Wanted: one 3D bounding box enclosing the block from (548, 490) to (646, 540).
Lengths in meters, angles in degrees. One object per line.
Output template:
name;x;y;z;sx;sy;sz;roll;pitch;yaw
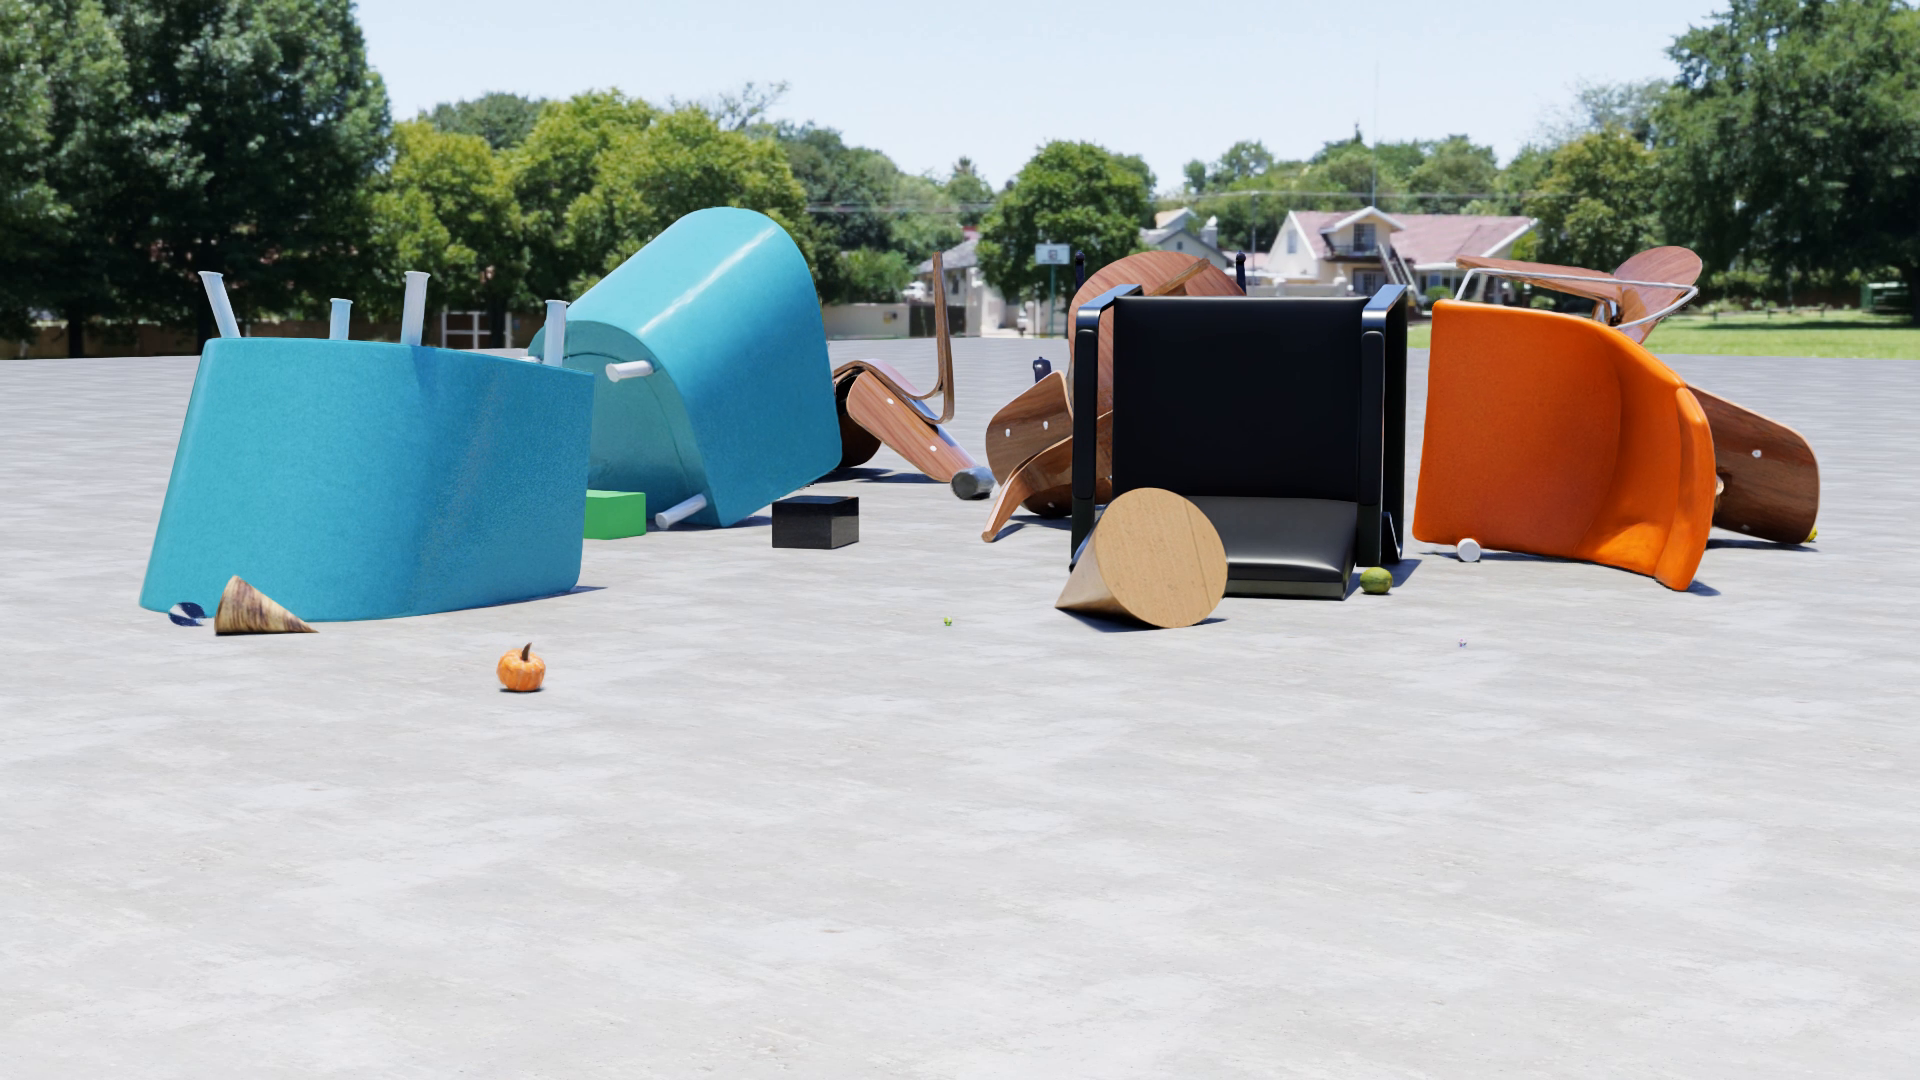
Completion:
block;-0.922;-0.065;6.522;0.188;0.106;0.158;4;7;31

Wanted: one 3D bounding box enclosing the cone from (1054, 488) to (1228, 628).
cone;0.284;0.083;4.976;0.320;0.276;0.348;-3;-15;-37

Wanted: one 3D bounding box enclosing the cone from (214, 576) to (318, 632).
cone;-1.271;0.145;4.745;0.181;0.112;0.098;17;-7;-1

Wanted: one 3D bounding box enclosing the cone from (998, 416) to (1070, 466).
cone;0.276;-0.302;8.923;0.262;0.197;0.172;-13;39;-7

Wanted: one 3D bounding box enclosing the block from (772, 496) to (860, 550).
block;-0.354;-0.044;6.300;0.153;0.111;0.209;2;6;16

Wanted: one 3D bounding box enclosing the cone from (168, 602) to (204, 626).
cone;-1.458;0.149;4.860;0.068;0.050;0.047;7;-22;6
